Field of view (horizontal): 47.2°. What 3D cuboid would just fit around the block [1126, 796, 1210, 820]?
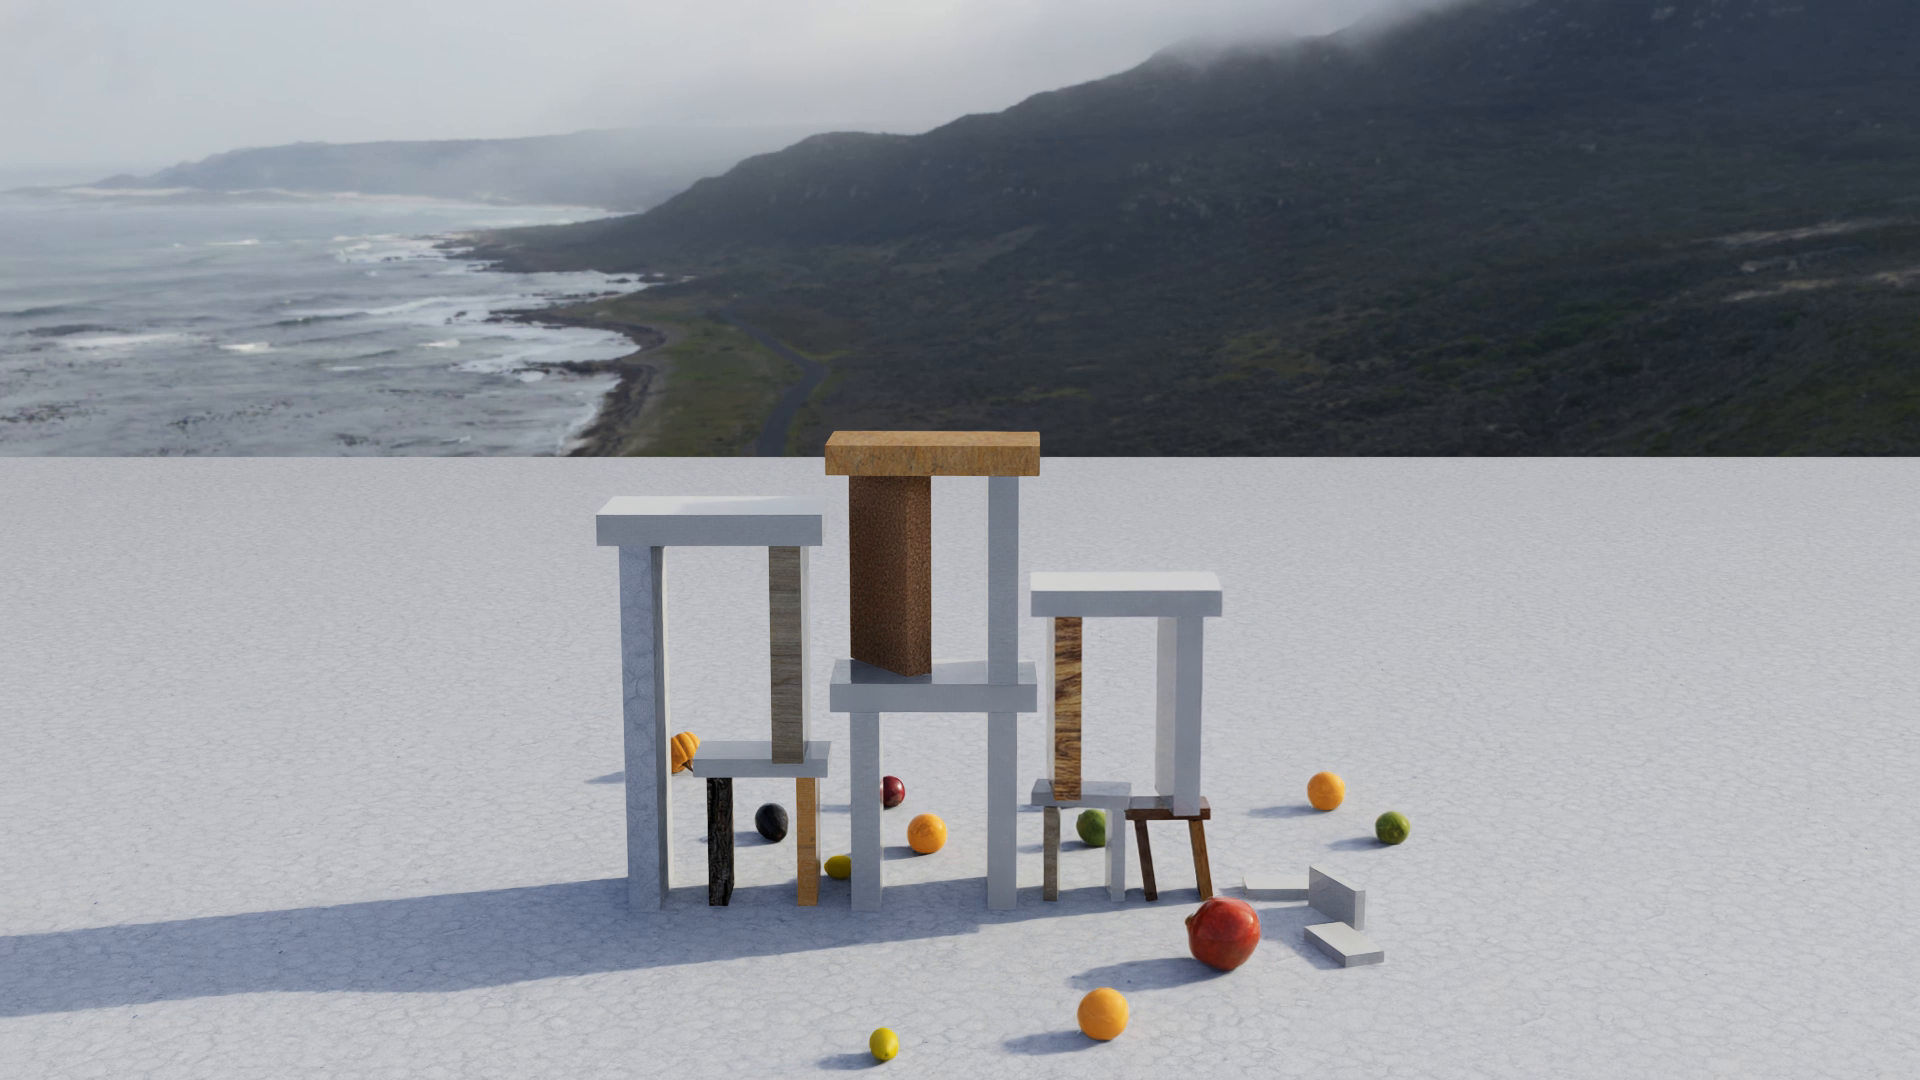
[{"bbox_3d":[0.341,0.443,3.638,0.139,0.020,0.069,0,10,-1],"label":"block"}]

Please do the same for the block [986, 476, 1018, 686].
[{"bbox_3d":[0.068,0.051,3.567,0.048,0.338,0.169,0,11,-1],"label":"block"}]

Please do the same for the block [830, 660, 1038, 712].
[{"bbox_3d":[-0.042,0.239,3.609,0.333,0.047,0.167,0,11,0],"label":"block"}]

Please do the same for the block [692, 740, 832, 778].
[{"bbox_3d":[-0.324,0.361,3.622,0.219,0.031,0.109,0,11,0],"label":"block"}]

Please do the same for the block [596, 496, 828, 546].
[{"bbox_3d":[-0.396,-0.031,3.557,0.356,0.050,0.178,0,11,0],"label":"block"}]

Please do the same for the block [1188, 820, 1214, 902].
[{"bbox_3d":[0.399,0.522,3.653,0.020,0.139,0.069,-9,10,1],"label":"block"}]

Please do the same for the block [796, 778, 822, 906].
[{"bbox_3d":[-0.251,0.483,3.645,0.031,0.219,0.109,0,11,0],"label":"block"}]

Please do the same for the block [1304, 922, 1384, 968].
[{"bbox_3d":[0.596,0.628,3.415,0.067,0.019,0.134,-4,11,-19],"label":"block"}]

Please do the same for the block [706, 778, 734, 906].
[{"bbox_3d":[-0.396,0.483,3.645,0.031,0.219,0.109,0,11,0],"label":"block"}]

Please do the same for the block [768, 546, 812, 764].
[{"bbox_3d":[-0.277,0.169,3.595,0.050,0.356,0.178,0,11,0],"label":"block"}]

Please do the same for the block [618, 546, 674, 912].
[{"bbox_3d":[-0.514,0.291,3.617,0.050,0.606,0.178,0,11,0],"label":"block"}]

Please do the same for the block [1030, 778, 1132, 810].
[{"bbox_3d":[0.202,0.420,3.642,0.160,0.023,0.080,1,11,9],"label":"block"}]

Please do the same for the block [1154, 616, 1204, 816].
[{"bbox_3d":[0.359,0.272,3.609,0.043,0.329,0.152,-1,11,-6],"label":"block"}]

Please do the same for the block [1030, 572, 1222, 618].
[{"bbox_3d":[0.268,0.088,3.582,0.304,0.043,0.152,0,10,2],"label":"block"}]

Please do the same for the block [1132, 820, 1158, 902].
[{"bbox_3d":[0.306,0.522,3.653,0.020,0.139,0.069,-9,10,2],"label":"block"}]

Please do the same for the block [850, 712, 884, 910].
[{"bbox_3d":[-0.154,0.426,3.643,0.047,0.333,0.166,0,11,0],"label":"block"}]

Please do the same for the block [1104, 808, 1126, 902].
[{"bbox_3d":[0.258,0.511,3.656,0.023,0.160,0.080,-1,11,-4],"label":"block"}]

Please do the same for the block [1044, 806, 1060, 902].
[{"bbox_3d":[0.153,0.511,3.658,0.023,0.160,0.080,1,11,6],"label":"block"}]

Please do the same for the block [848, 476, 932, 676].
[{"bbox_3d":[-0.115,0.041,3.616,0.048,0.338,0.169,-8,13,-36],"label":"block"}]

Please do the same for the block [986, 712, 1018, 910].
[{"bbox_3d":[0.069,0.426,3.642,0.047,0.333,0.167,0,11,0],"label":"block"}]

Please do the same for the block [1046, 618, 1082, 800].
[{"bbox_3d":[0.170,0.259,3.613,0.043,0.304,0.152,-1,10,-3],"label":"block"}]

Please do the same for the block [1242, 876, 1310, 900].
[{"bbox_3d":[0.543,0.580,3.670,0.134,0.019,0.067,0,11,0],"label":"block"}]

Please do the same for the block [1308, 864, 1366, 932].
[{"bbox_3d":[0.608,0.578,3.552,0.019,0.067,0.134,-5,11,-23],"label":"block"}]

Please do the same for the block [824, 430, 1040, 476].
[{"bbox_3d":[-0.041,-0.140,3.537,0.338,0.048,0.169,0,11,2],"label":"block"}]
